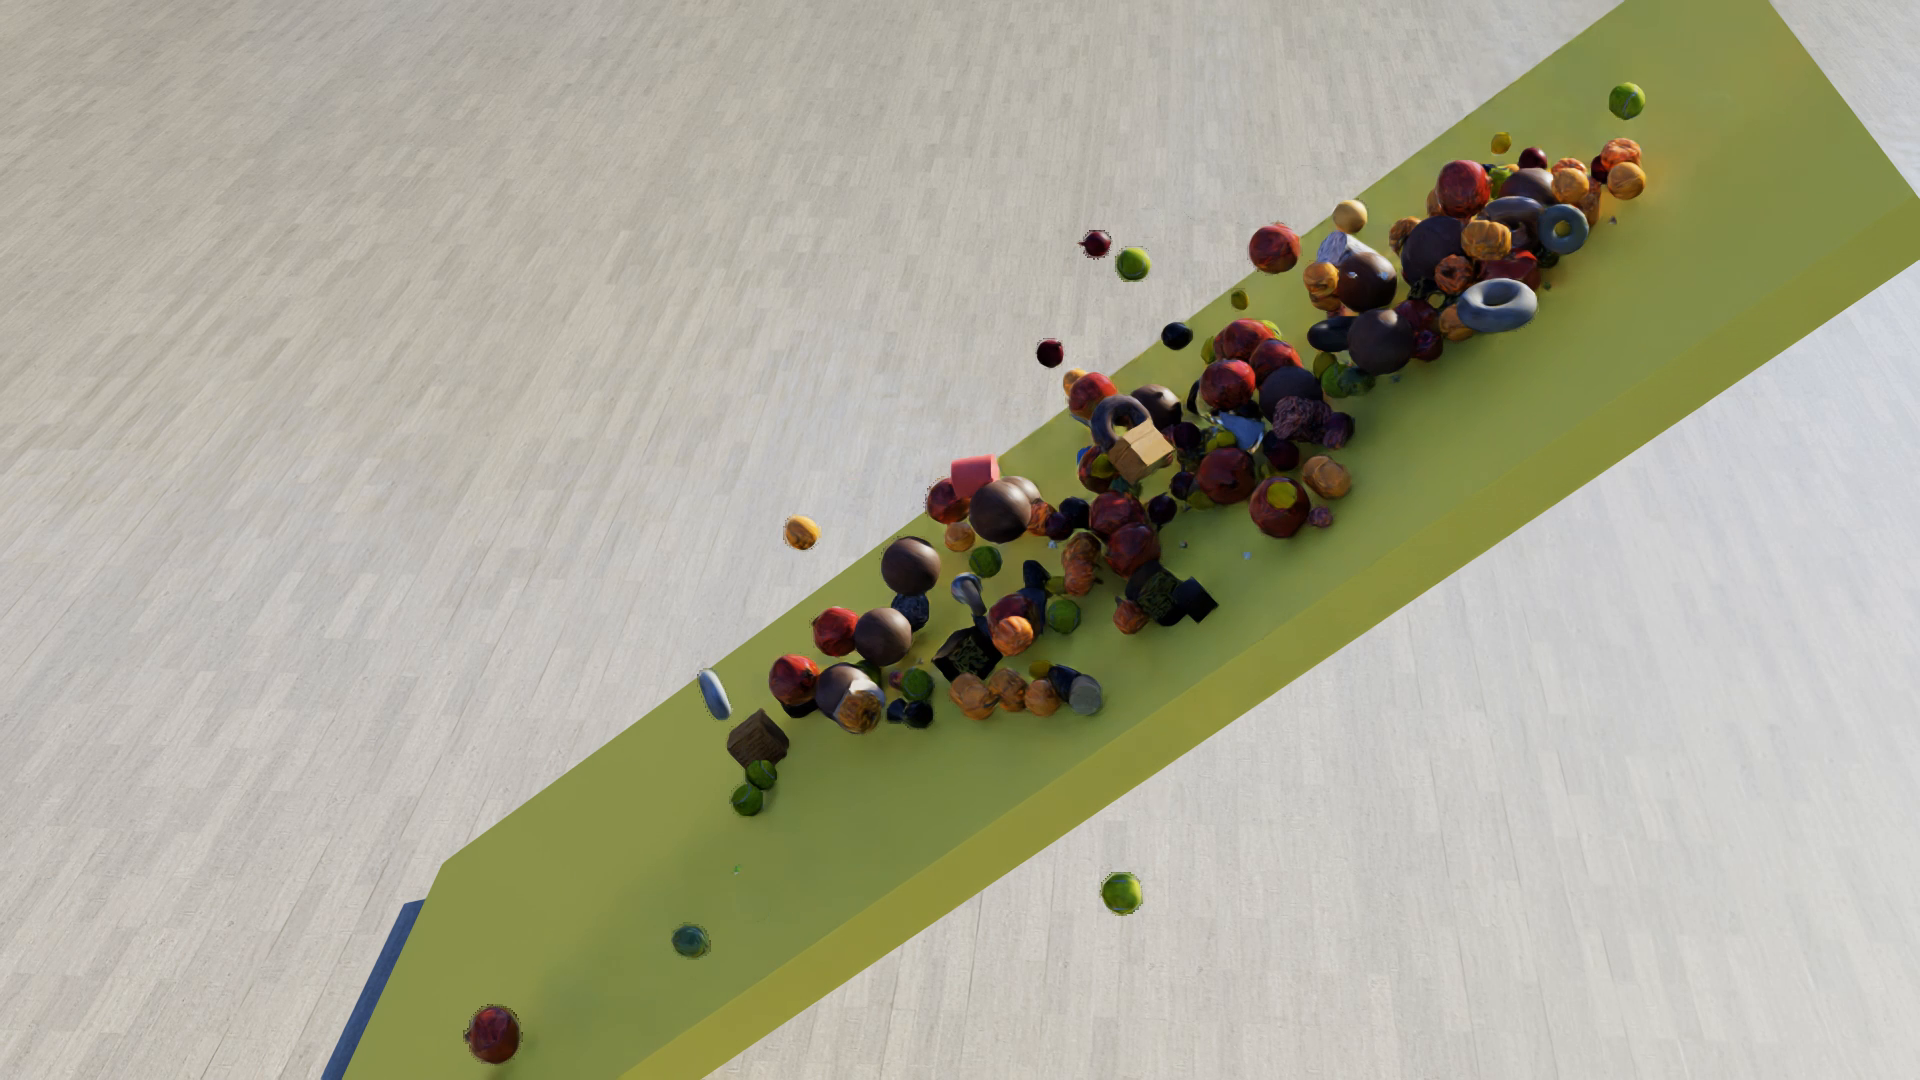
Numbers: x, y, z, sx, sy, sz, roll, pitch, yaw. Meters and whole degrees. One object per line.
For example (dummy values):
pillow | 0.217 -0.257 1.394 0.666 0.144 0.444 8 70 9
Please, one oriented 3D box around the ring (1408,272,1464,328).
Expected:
ring | 0.942 -0.475 5.823 0.122 0.122 0.041 19 -8 37

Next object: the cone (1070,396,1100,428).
cone | 0.307 -0.283 6.917 0.078 0.078 0.078 -5 45 -12

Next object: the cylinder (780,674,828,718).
cylinder | -0.353 0.355 6.653 0.077 0.077 0.077 -31 -3 43

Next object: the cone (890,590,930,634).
cone | -0.091 0.168 6.505 0.099 0.099 0.099 -11 15 -23

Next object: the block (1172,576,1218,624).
block | 0.437 0.111 5.478 0.052 0.052 0.052 -42 37 6

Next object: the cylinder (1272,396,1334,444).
cylinder | 0.673 -0.235 5.770 0.085 0.085 0.085 8 19 -26

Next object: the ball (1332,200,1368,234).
ball | 0.800 -0.663 6.030 0.070 0.070 0.070 0 24 0

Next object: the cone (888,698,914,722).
cone | -0.114 0.368 6.164 0.055 0.055 0.055 -18 30 -36

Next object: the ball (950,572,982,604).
ball | 0.014 0.103 6.277 0.067 0.067 0.067 0 24 0

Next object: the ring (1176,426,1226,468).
ring | 0.509 -0.195 6.188 0.117 0.039 0.117 -31 20 12

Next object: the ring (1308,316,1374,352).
ring | 0.768 -0.416 5.929 0.135 0.045 0.135 -9 19 3

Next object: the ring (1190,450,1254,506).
ring | 0.530 -0.128 5.946 0.149 0.050 0.149 -36 16 12

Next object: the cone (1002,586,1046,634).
cone | 0.152 0.165 6.052 0.098 0.098 0.098 -9 38 -20

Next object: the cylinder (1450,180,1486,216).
cylinder | 1.080 -0.730 6.264 0.054 0.054 0.054 -42 33 -3

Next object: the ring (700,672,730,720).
ring | -0.535 0.340 6.418 0.039 0.116 0.116 -23 29 -11

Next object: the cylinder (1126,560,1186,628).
cylinder | 0.378 0.102 5.567 0.091 0.091 0.091 38 9 -26

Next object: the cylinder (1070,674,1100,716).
cylinder | 0.233 0.289 5.485 0.059 0.059 0.059 1 17 2

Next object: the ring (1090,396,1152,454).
ring | 0.340 -0.237 6.171 0.141 0.141 0.047 -10 -10 -21

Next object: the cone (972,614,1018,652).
cone | 0.056 0.181 6.120 0.092 0.092 0.092 40 20 -14

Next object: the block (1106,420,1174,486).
block | 0.368 -0.178 6.013 0.082 0.082 0.082 -32 77 -35

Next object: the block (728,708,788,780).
block | -0.452 0.457 6.587 0.096 0.096 0.096 -38 16 11

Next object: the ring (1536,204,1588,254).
ring | 1.137 -0.587 5.551 0.097 0.097 0.032 7 21 15

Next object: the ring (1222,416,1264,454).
ring | 0.581 -0.205 6.034 0.036 0.108 0.108 36 13 -21

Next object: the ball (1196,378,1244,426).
ball | 0.547 -0.292 6.203 0.100 0.100 0.100 0 24 0

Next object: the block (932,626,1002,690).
block | 0.014 0.244 6.081 0.087 0.087 0.087 -50 18 -30

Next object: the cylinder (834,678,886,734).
cylinder | -0.213 0.355 6.256 0.084 0.084 0.084 20 39 -17

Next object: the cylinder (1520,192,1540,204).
cylinder | 1.127 -0.652 5.888 0.065 0.065 0.065 36 28 -22

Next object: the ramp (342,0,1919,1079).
ramp | 0.121 0.185 6.340 4.000 0.100 2.000 -36 16 18

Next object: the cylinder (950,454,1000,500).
cylinder | 0.034 -0.138 6.435 0.089 0.089 0.089 -8 22 12

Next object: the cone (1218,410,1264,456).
cone | 0.551 -0.231 5.917 0.089 0.089 0.089 41 24 -9

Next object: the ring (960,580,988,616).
ring | 0.028 0.121 6.101 0.028 0.083 0.083 -33 22 10

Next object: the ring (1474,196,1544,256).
ring | 1.056 -0.601 5.623 0.144 0.144 0.048 1 54 3

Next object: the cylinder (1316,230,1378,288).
cylinder | 0.834 -0.604 6.332 0.094 0.094 0.094 27 11 -28

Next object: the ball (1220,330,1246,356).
ball | 0.611 -0.440 6.589 0.056 0.056 0.056 0 24 0

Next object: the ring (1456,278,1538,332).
ring | 0.981 -0.429 5.377 0.146 0.049 0.146 -9 34 6
